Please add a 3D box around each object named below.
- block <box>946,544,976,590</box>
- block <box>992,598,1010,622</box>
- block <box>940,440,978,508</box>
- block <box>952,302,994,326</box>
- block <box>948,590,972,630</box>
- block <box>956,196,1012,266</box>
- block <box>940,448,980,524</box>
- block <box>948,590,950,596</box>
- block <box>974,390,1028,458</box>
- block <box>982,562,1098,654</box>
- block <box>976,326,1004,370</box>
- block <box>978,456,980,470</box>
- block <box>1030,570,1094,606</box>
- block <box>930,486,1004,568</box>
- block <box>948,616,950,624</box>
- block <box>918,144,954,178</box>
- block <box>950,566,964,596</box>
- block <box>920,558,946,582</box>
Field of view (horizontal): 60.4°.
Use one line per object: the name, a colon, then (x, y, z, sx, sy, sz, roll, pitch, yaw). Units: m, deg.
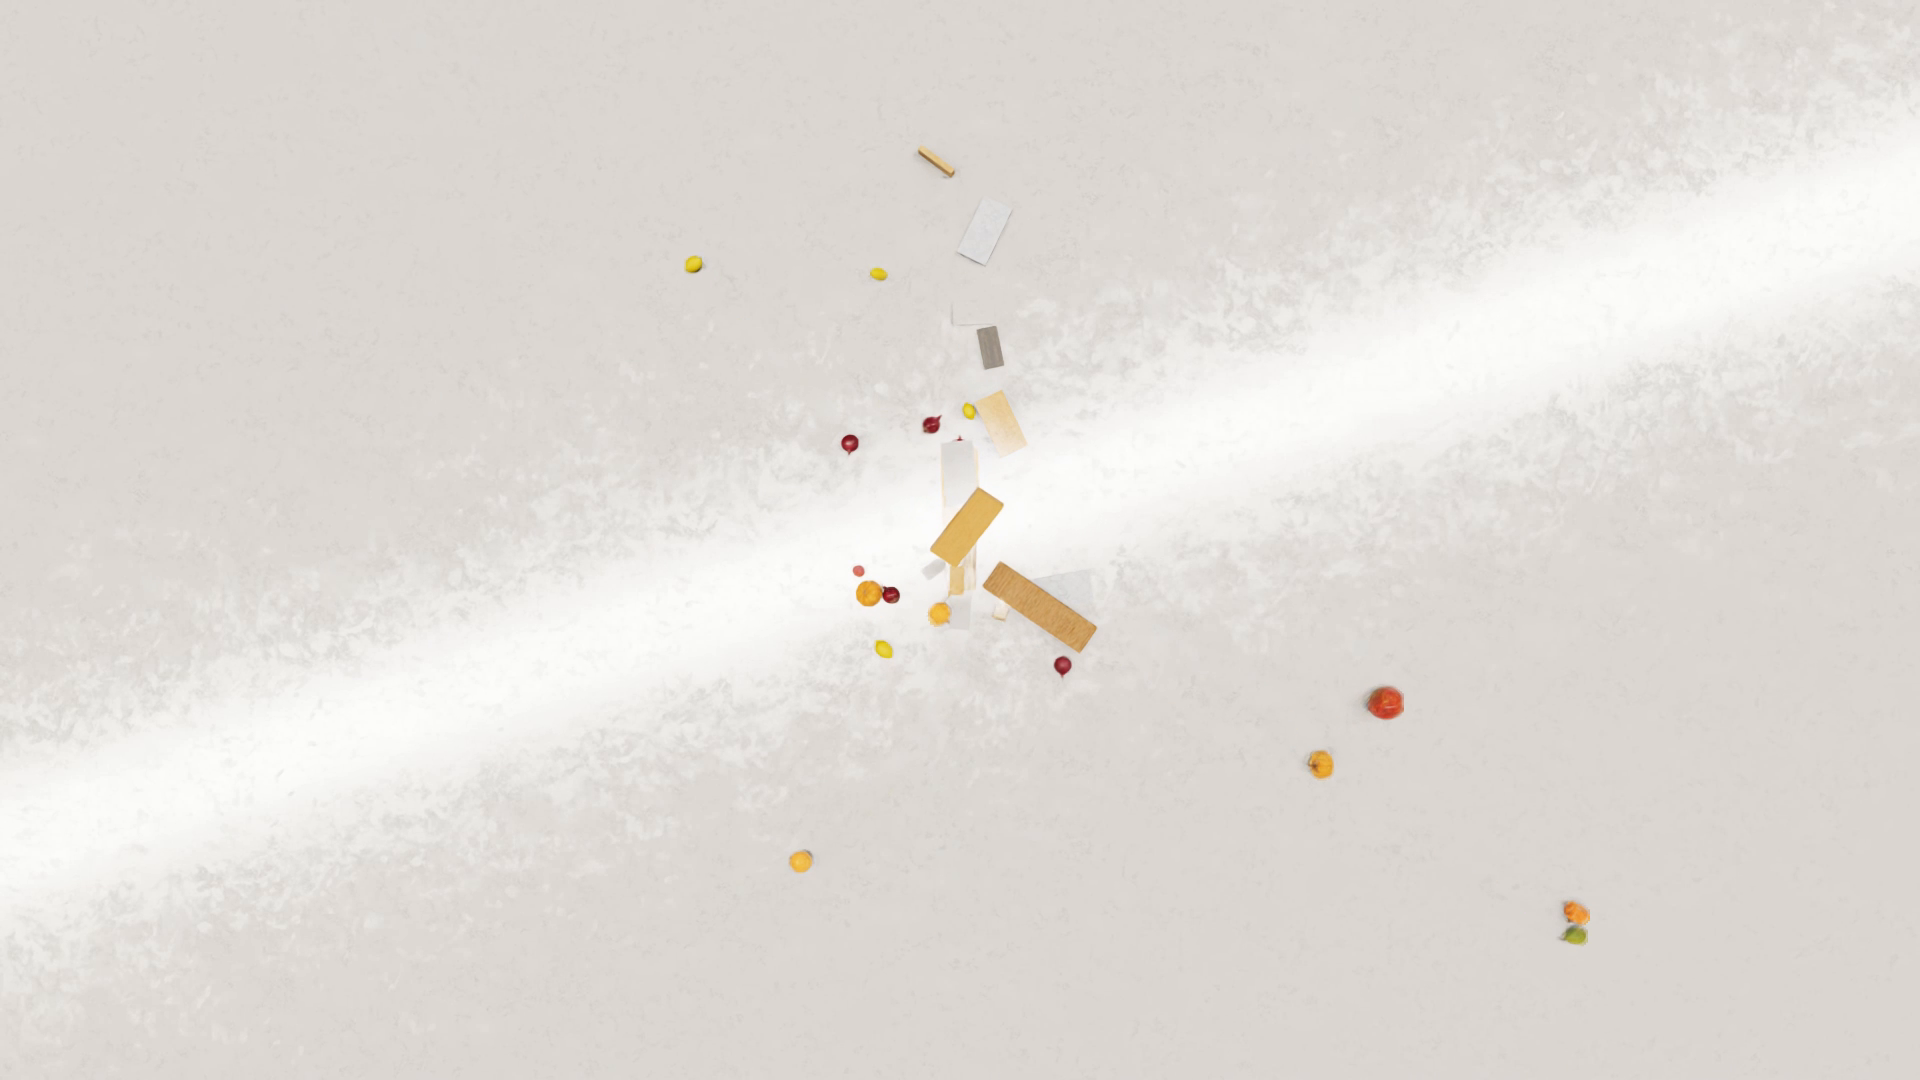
block: (0.006, 0.063, 5.293, 0.096, 0.027, 0.192, 1, 90, 0)
block: (0.141, 0.222, 5.493, 0.046, 0.013, 0.093, 17, 90, 1)
block: (-0.001, -0.209, 5.211, 0.102, 0.029, 0.204, -6, 90, 0)
block: (0.045, -0.751, 5.490, 0.136, 0.019, 0.068, -2, 90, 0)
block: (0.002, 0.225, 5.357, 0.067, 0.019, 0.133, 4, 90, 0)
block: (0.083, -1.027, 5.485, 0.104, 0.030, 0.209, 26, 90, 0)
block: (0.001, -0.170, 5.242, 0.120, 0.034, 0.240, -1, 90, 0)
block: (-0.005, 0.176, 5.433, 0.067, 0.133, 0.019, 0, 90, 0)
block: (0.137, -0.385, 5.486, 0.102, 0.029, 0.204, -25, 90, 0)
block: (0.264, 0.222, 5.455, 0.392, 0.030, 0.104, 34, 94, -4)
block: (0.101, -0.640, 5.490, 0.068, 0.019, 0.136, -11, 90, 0)
block: (0.002, -0.248, 5.380, 0.120, 0.240, 0.034, 0, 90, 0)
block: (0.333, 0.168, 5.485, 0.209, 0.030, 0.104, -10, 90, 0)
block: (0.021, -0.040, 5.212, 0.102, 0.029, 0.260, 33, 109, -16)
block: (-0.004, 0.266, 5.433, 0.067, 0.133, 0.019, 0, 91, 0)
block: (-0.079, -1.255, 5.466, 0.136, 0.068, 0.019, 37, 90, 0)
block: (-0.010, 0.131, 5.273, 0.046, 0.013, 0.093, 2, 90, 0)
block: (-0.083, 0.093, 5.493, 0.093, 0.013, 0.046, -36, 91, 0)
